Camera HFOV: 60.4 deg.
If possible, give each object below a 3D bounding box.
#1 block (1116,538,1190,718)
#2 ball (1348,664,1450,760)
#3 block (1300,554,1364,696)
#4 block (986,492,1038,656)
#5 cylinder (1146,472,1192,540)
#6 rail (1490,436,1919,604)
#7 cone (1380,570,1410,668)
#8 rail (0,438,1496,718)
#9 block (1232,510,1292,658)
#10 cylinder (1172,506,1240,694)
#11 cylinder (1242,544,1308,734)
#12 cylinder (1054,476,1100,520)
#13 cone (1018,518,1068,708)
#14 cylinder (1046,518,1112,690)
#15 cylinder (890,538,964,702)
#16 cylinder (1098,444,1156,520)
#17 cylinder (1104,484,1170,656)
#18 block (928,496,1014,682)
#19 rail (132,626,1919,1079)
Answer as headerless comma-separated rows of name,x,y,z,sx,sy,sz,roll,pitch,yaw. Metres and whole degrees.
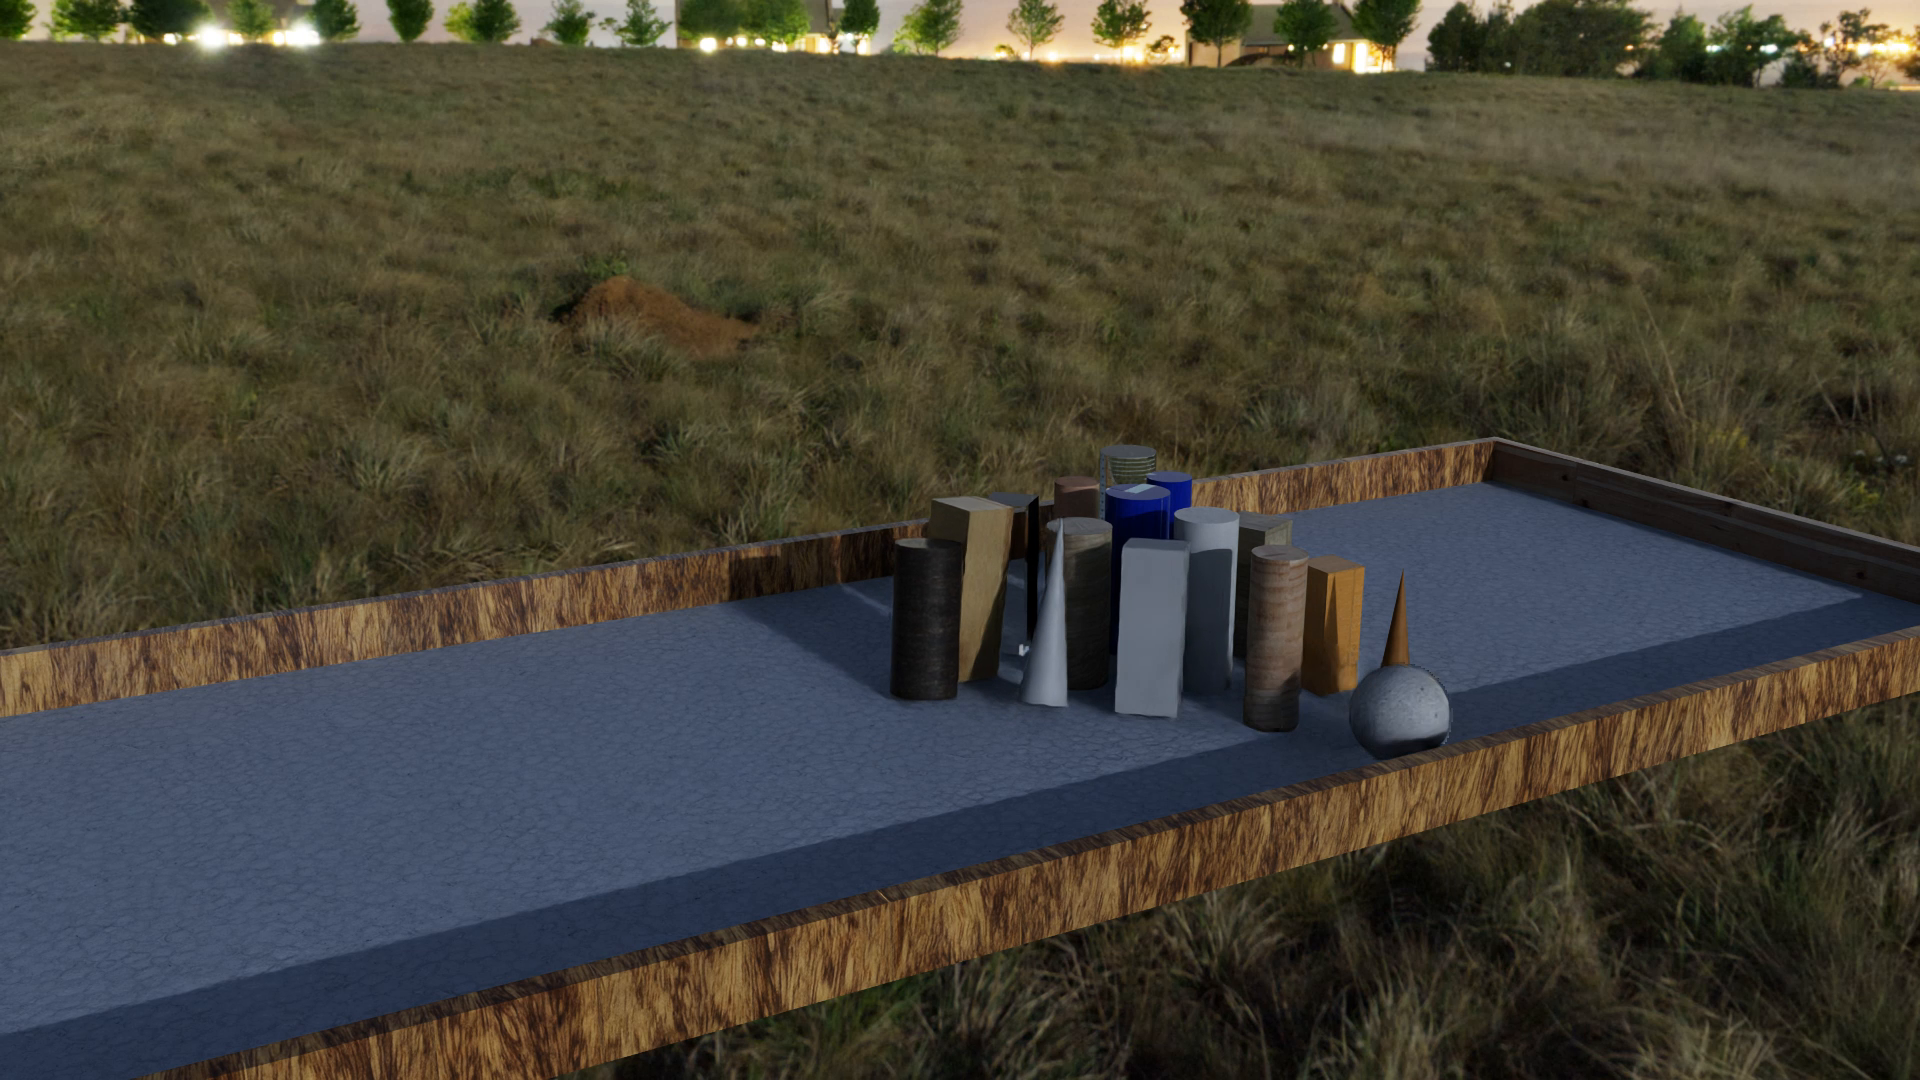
block,0.458,0.206,3.923,0.144,0.397,0.144,4,10,12
ball,0.962,0.382,3.614,0.216,0.216,0.216,0,16,0
block,0.906,0.210,4.079,0.116,0.317,0.116,-9,19,-28
block,0.129,0.087,4.342,0.123,0.404,0.123,5,17,18
cylinder,0.575,0.018,4.586,0.125,0.400,0.125,0,16,0
rail,2.466,-0.048,5.253,0.050,0.150,2.100,-9,18,-27
cone,1.019,0.245,3.843,0.101,0.381,0.101,0,16,0
rail,-3.305,0.497,3.399,12.000,0.150,0.050,-9,18,-27
block,0.762,0.119,4.325,0.146,0.352,0.146,13,21,37
cylinder,0.602,0.147,4.085,0.159,0.434,0.159,0,16,0
cylinder,0.732,0.230,3.831,0.129,0.419,0.129,0,16,0
cylinder,0.321,0.026,4.578,0.124,0.389,0.124,0,16,0
cone,0.221,0.165,3.956,0.122,0.460,0.122,6,-5,1
cylinder,0.293,0.158,4.105,0.162,0.401,0.162,0,16,0
cylinder,-0.082,0.191,4.013,0.167,0.370,0.167,2,9,0
cylinder,0.486,-0.058,4.819,0.163,0.414,0.163,0,16,0
cylinder,0.460,0.080,4.327,0.168,0.426,0.168,0,16,0
block,0.012,0.122,4.141,0.145,0.437,0.145,-6,17,-41
rail,-2.336,1.006,1.665,12.000,0.150,0.050,-9,18,-27
